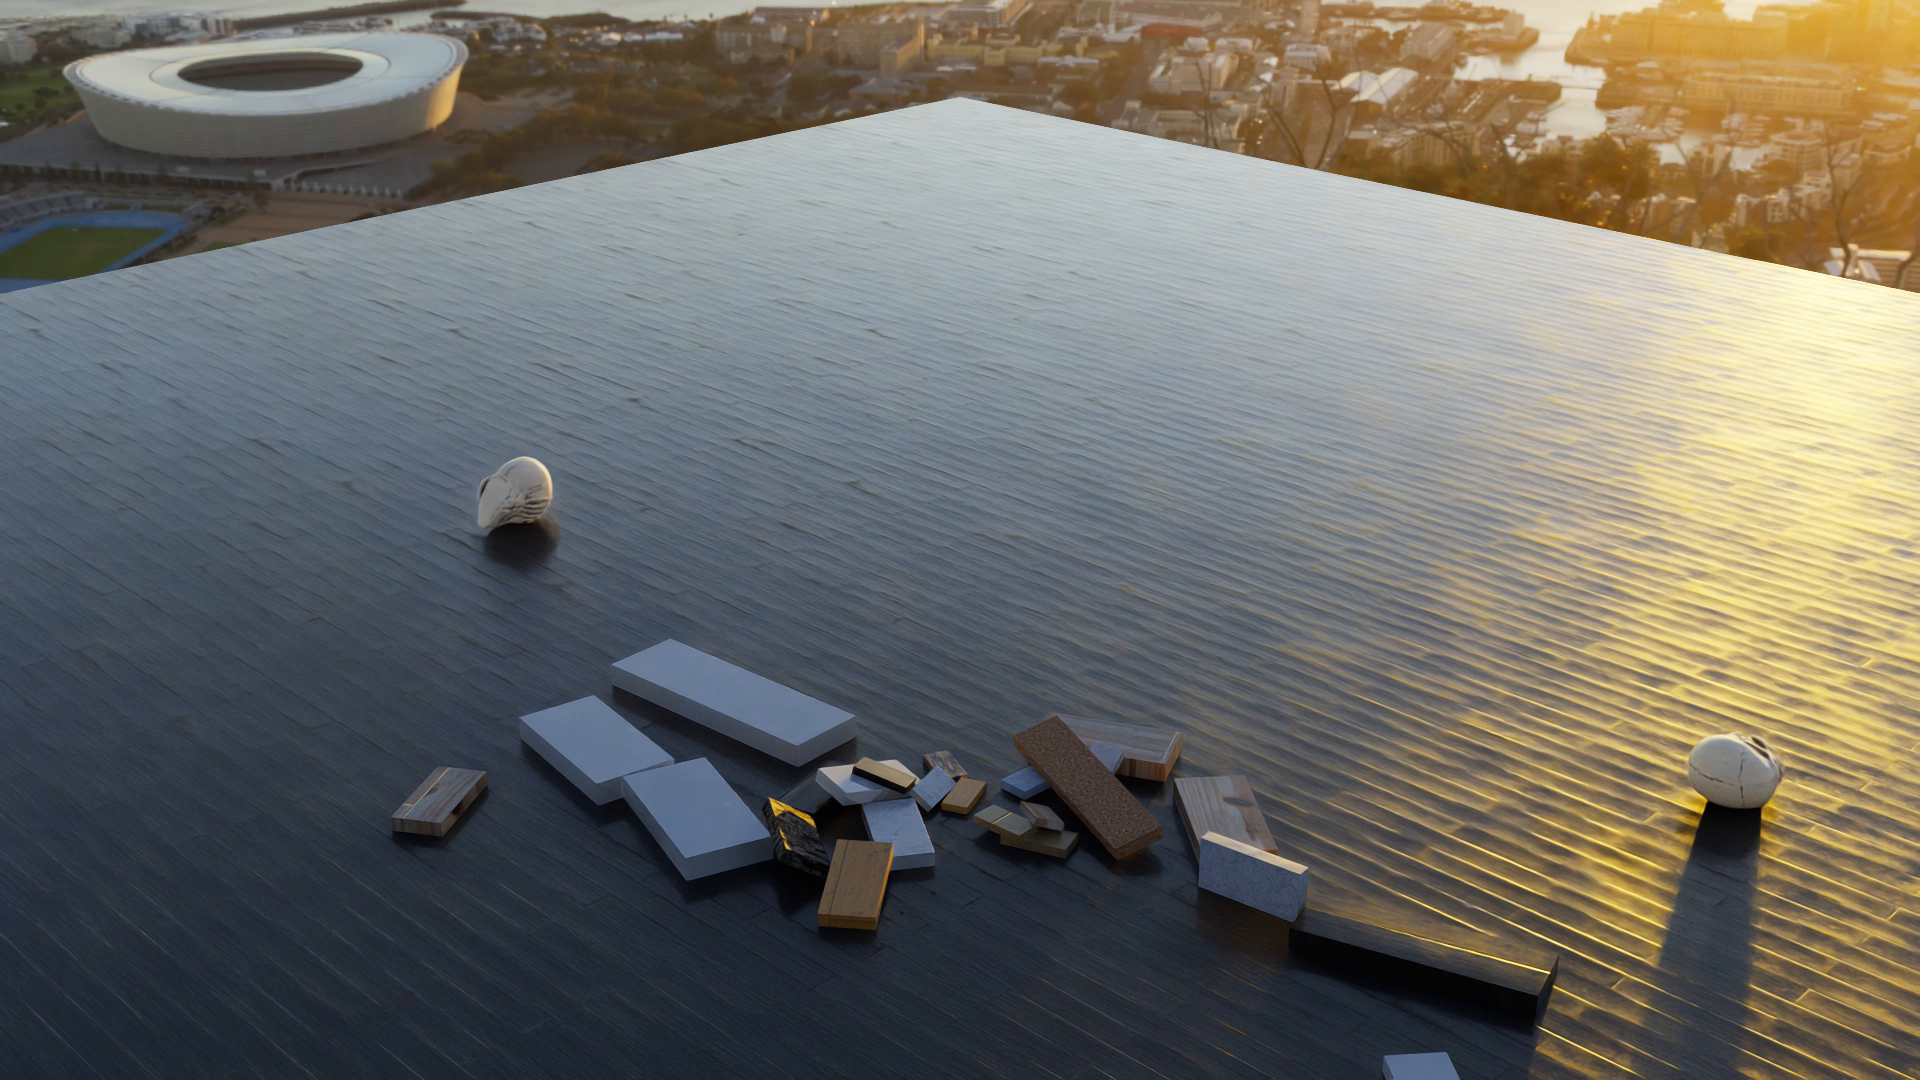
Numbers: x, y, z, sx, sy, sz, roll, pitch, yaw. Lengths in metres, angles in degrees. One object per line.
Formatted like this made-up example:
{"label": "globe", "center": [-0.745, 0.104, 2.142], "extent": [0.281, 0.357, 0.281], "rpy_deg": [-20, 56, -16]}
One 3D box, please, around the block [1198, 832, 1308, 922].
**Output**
{"label": "block", "center": [0.550, 0.633, 4.131], "extent": [0.214, 0.107, 0.030], "rpy_deg": [17, 28, 34]}

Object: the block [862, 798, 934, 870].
{"label": "block", "center": [-0.124, 0.582, 4.351], "extent": [0.108, 0.031, 0.216], "rpy_deg": [-5, 23, -11]}

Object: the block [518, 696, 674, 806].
{"label": "block", "center": [-0.771, 0.441, 4.656], "extent": [0.180, 0.051, 0.359], "rpy_deg": [-16, 28, -33]}

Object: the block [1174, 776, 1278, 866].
{"label": "block", "center": [0.526, 0.562, 4.382], "extent": [0.148, 0.042, 0.295], "rpy_deg": [-2, 23, -5]}

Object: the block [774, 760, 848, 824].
{"label": "block", "center": [-0.284, 0.516, 4.507], "extent": [0.101, 0.029, 0.202], "rpy_deg": [13, 26, 28]}

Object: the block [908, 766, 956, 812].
{"label": "block", "center": [-0.055, 0.509, 4.503], "extent": [0.056, 0.016, 0.112], "rpy_deg": [43, 34, 6]}

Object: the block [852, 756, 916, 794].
{"label": "block", "center": [-0.154, 0.480, 4.478], "extent": [0.119, 0.017, 0.059], "rpy_deg": [21, 20, 14]}

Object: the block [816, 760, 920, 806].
{"label": "block", "center": [-0.183, 0.494, 4.486], "extent": [0.202, 0.029, 0.101], "rpy_deg": [-2, 26, -41]}

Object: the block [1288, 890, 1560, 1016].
{"label": "block", "center": [0.833, 0.740, 3.964], "extent": [0.453, 0.042, 0.148], "rpy_deg": [12, 26, 26]}

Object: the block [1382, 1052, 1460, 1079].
{"label": "block", "center": [0.769, 0.912, 3.573], "extent": [0.107, 0.030, 0.214], "rpy_deg": [-2, 23, -5]}

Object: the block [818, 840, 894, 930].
{"label": "block", "center": [-0.196, 0.649, 4.151], "extent": [0.108, 0.031, 0.216], "rpy_deg": [3, 32, 7]}

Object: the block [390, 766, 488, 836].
{"label": "block", "center": [-1.057, 0.530, 4.473], "extent": [0.108, 0.031, 0.216], "rpy_deg": [5, 24, 12]}

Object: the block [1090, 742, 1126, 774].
{"label": "block", "center": [0.282, 0.480, 4.548], "extent": [0.069, 0.020, 0.139], "rpy_deg": [11, 45, 25]}

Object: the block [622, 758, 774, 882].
{"label": "block", "center": [-0.527, 0.553, 4.393], "extent": [0.180, 0.051, 0.359], "rpy_deg": [-11, 26, -25]}

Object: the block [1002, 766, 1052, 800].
{"label": "block", "center": [0.159, 0.495, 4.568], "extent": [0.139, 0.020, 0.069], "rpy_deg": [-20, 30, -39]}

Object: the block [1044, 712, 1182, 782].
{"label": "block", "center": [0.310, 0.438, 4.675], "extent": [0.295, 0.042, 0.148], "rpy_deg": [8, 24, 17]}

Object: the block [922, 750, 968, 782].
{"label": "block", "center": [-0.031, 0.478, 4.614], "extent": [0.056, 0.016, 0.112], "rpy_deg": [-9, 25, -20]}

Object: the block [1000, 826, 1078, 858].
{"label": "block", "center": [0.157, 0.590, 4.345], "extent": [0.139, 0.020, 0.069], "rpy_deg": [10, 25, 22]}

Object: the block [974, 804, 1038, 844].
{"label": "block", "center": [0.091, 0.562, 4.364], "extent": [0.119, 0.017, 0.059], "rpy_deg": [19, 30, 38]}

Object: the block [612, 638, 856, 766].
{"label": "block", "center": [-0.506, 0.353, 4.863], "extent": [0.590, 0.051, 0.180], "rpy_deg": [19, 29, 37]}

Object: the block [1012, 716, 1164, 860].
{"label": "block", "center": [0.256, 0.498, 4.472], "extent": [0.107, 0.030, 0.445], "rpy_deg": [-23, 34, -16]}

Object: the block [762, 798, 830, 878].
{"label": "block", "center": [-0.321, 0.581, 4.292], "extent": [0.101, 0.029, 0.203], "rpy_deg": [26, 13, -23]}

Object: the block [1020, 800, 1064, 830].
{"label": "block", "center": [0.162, 0.550, 4.387], "extent": [0.059, 0.017, 0.119], "rpy_deg": [13, 6, -15]}

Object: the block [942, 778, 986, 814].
{"label": "block", "center": [0.008, 0.524, 4.505], "extent": [0.056, 0.016, 0.112], "rpy_deg": [9, 24, 19]}
